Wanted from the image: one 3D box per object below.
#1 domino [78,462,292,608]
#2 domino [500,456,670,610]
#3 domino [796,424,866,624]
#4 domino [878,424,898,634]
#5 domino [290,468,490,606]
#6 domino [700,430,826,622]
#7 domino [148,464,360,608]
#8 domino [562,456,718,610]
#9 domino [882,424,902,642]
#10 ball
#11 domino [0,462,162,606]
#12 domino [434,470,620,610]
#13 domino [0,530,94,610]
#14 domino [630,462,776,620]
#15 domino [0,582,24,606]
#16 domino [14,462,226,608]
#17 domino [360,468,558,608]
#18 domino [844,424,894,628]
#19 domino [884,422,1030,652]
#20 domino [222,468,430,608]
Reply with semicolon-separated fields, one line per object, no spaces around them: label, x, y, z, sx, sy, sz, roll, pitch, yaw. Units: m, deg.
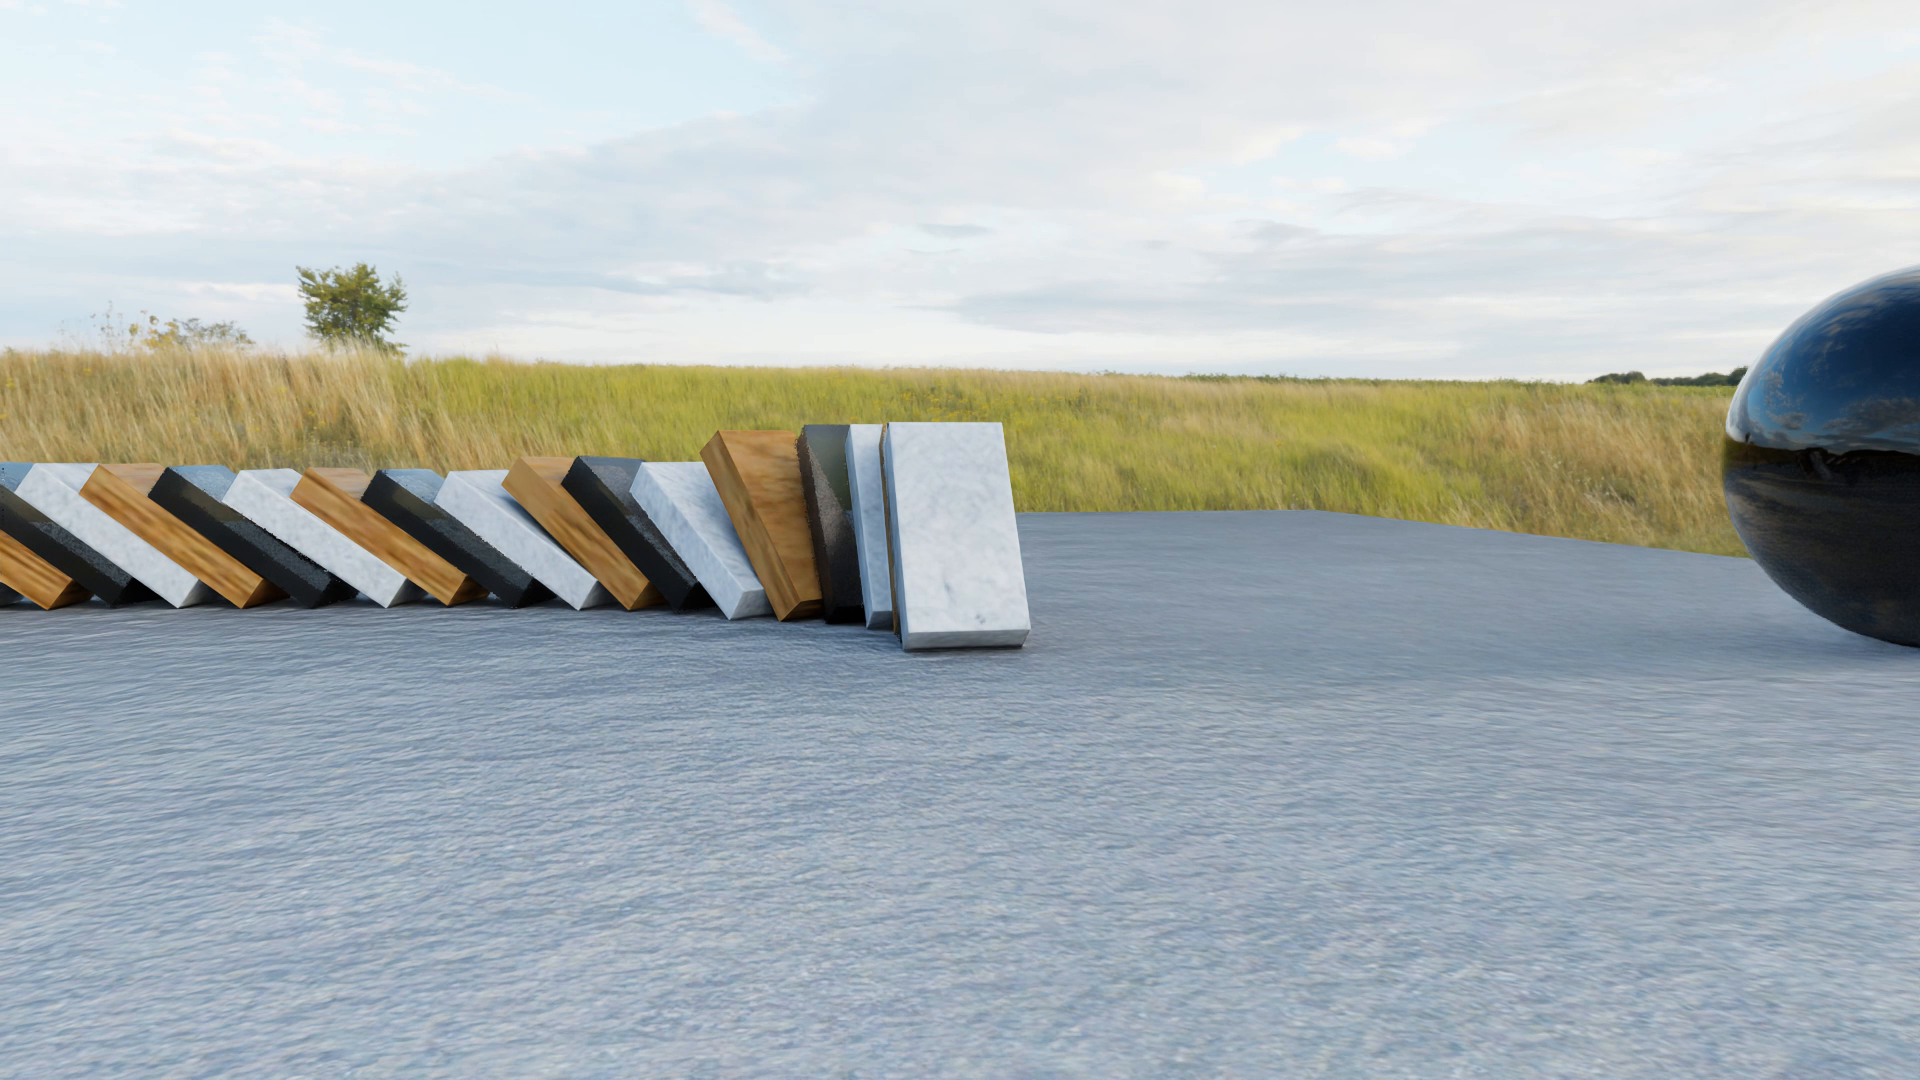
domino;-0.202;-0.002;0.341;0.050;0.009;0.025;36;3;-3
domino;-0.095;-0.003;0.340;0.050;0.009;0.025;41;15;13
domino;-0.023;-0.005;0.315;0.025;0.050;0.009;-2;-28;-22
domino;-0.004;-0.003;0.296;0.025;0.050;0.010;-1;-28;-11
domino;-0.150;-0.002;0.345;0.050;0.010;0.025;34;4;1
domino;-0.043;-0.005;0.321;0.025;0.050;0.009;-5;-30;-49
domino;-0.185;-0.001;0.342;0.050;0.009;0.025;35;3;-3
domino;-0.079;-0.002;0.336;0.050;0.009;0.025;43;19;20
domino;-0.002;-0.002;0.284;0.025;0.050;0.010;-1;-28;-11
ball;0.202;-0.017;0.263;0.080;0.080;0.080;0;4;0
domino;-0.236;-0.002;0.341;0.050;0.010;0.025;36;0;-3
domino;-0.112;-0.001;0.343;0.050;0.010;0.025;35;12;10
domino;-0.252;-0.001;0.334;0.050;0.010;0.025;37;-5;-12
domino;-0.060;-0.001;0.328;0.025;0.009;0.050;-5;43;-49
domino;-0.268;0.000;0.329;0.050;0.009;0.025;35;-5;-15
domino;-0.219;-0.002;0.341;0.050;0.010;0.025;36;2;-3
domino;-0.131;-0.001;0.344;0.050;0.009;0.025;34;7;4
domino;-0.012;-0.004;0.306;0.025;0.050;0.010;-1;-28;-15
domino;-0.001;-0.002;0.273;0.025;0.050;0.010;-1;-28;-11
domino;-0.167;-0.001;0.343;0.050;0.009;0.025;34;4;-2
